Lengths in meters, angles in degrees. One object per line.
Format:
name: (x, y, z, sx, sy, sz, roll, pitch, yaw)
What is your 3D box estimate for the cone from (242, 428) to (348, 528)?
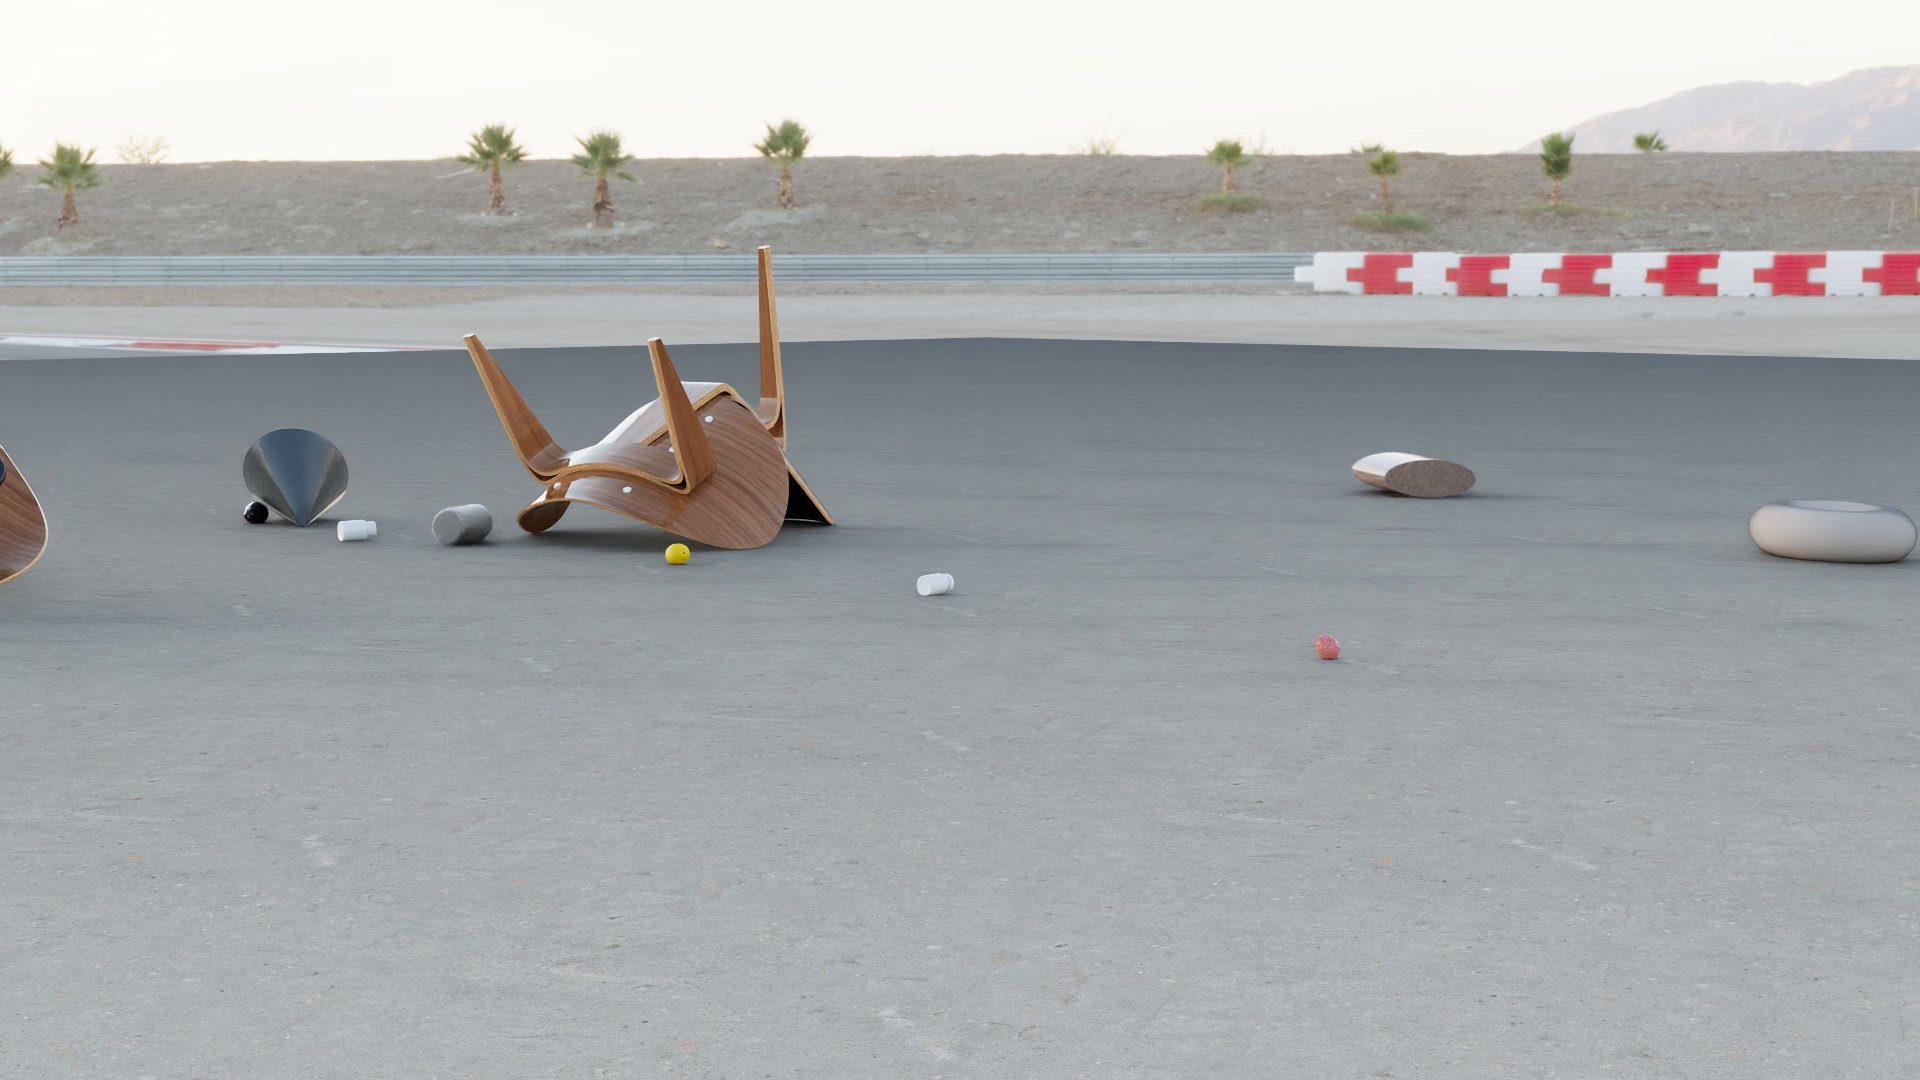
cone: (-1.752, -0.105, 6.809, 0.267, 0.312, 0.234, -23, 43, -1)

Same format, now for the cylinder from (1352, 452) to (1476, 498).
cylinder: (1.375, -0.199, 7.789, 0.284, 0.113, 0.310, 1, 6, -10)

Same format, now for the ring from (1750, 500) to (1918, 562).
ring: (2.051, -0.021, 6.037, 0.314, 0.122, 0.419, -4, 8, -30)
